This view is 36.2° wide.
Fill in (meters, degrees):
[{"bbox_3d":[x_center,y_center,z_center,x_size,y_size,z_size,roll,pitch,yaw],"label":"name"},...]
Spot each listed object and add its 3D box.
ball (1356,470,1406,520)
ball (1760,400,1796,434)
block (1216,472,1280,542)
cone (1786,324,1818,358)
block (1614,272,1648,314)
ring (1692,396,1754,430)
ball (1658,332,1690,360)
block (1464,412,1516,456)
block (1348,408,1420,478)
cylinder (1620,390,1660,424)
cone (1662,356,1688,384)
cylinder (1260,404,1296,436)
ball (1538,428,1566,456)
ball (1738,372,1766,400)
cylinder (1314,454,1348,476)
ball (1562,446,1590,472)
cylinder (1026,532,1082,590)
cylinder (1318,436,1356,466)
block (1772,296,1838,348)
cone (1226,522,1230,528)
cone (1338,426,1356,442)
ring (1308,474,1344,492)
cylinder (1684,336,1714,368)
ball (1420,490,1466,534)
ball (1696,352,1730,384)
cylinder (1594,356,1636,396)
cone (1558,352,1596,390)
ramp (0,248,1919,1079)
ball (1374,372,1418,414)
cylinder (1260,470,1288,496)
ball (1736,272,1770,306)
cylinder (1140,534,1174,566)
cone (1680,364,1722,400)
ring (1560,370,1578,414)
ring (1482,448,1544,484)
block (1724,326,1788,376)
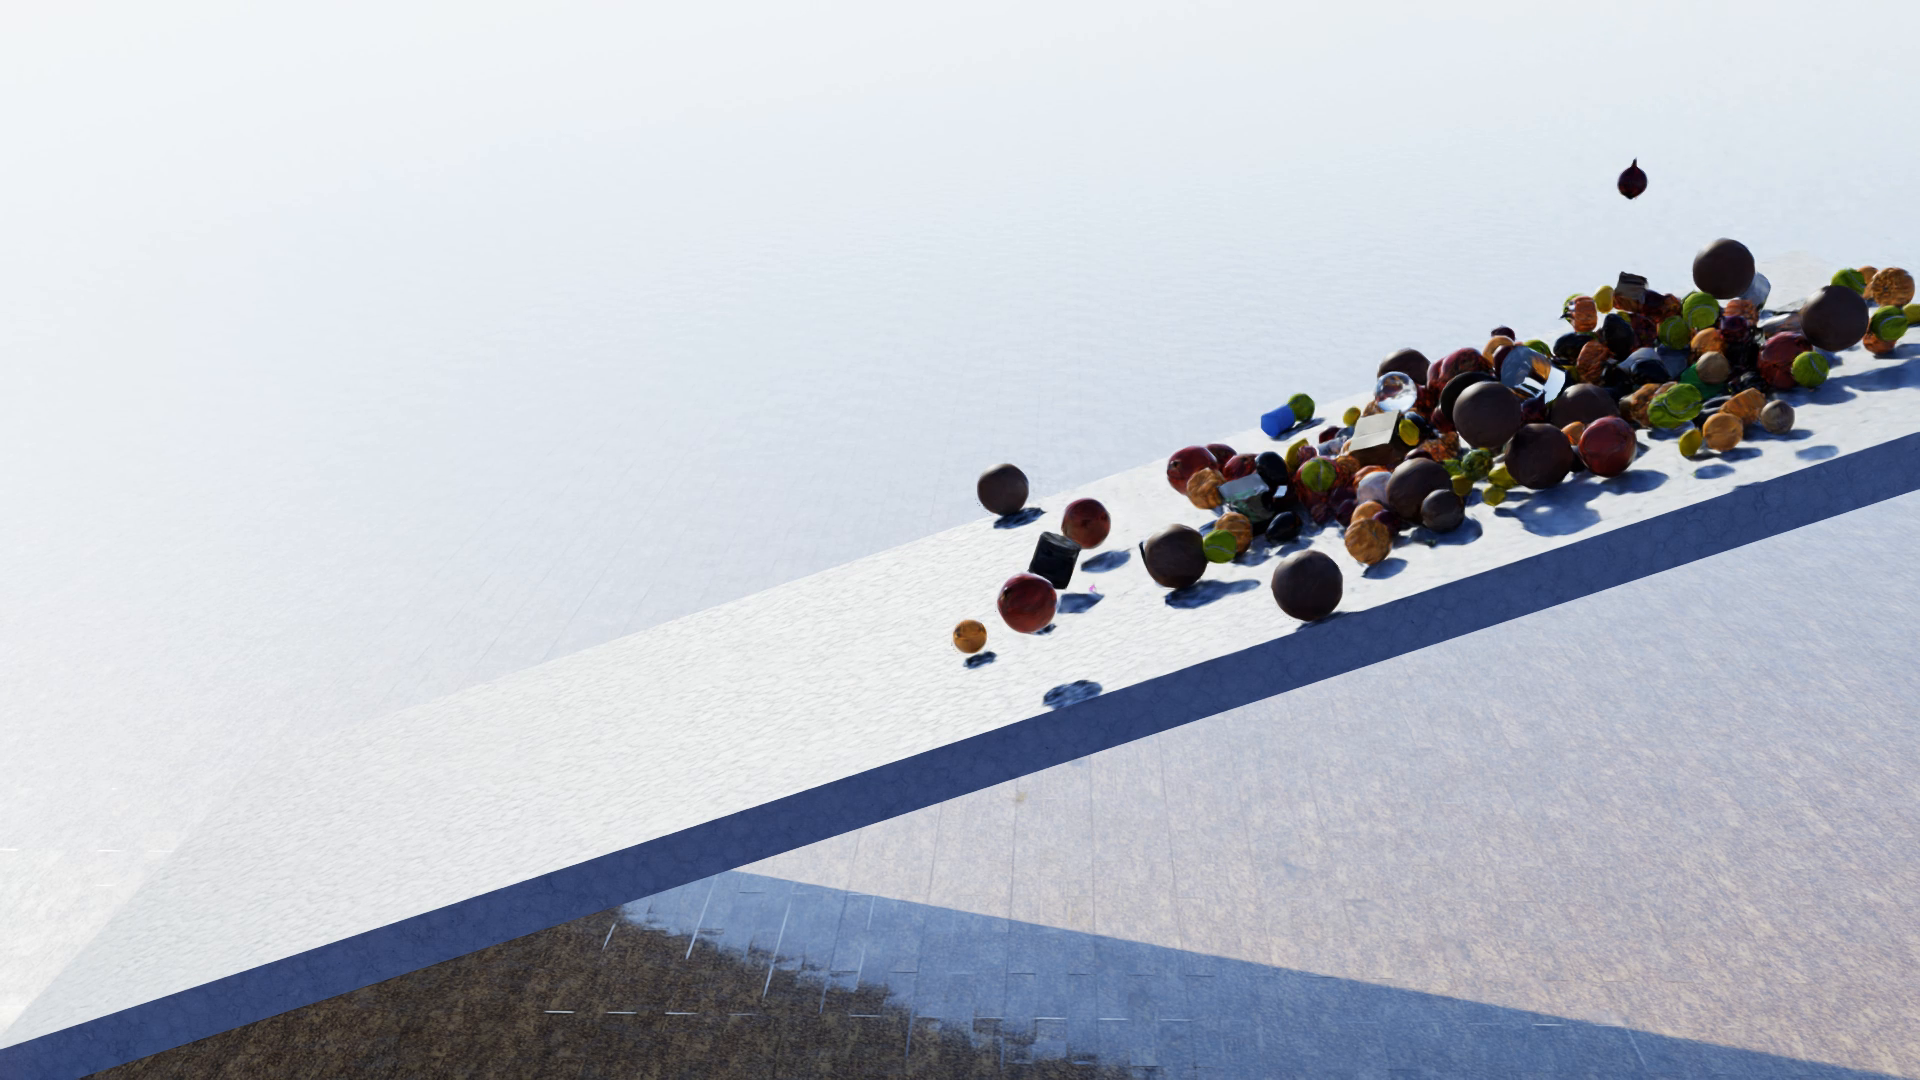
[{"bbox_3d":[0.837,-0.090,5.848,0.096,0.096,0.096,0,12,0],"label":"ball"},{"bbox_3d":[1.514,-0.227,5.443,0.063,0.063,0.063,0,12,0],"label":"ball"},{"bbox_3d":[0.600,-0.069,6.106,0.092,0.092,0.092,-20,28,-2],"label":"block"},{"bbox_3d":[1.703,-0.415,5.932,0.067,0.067,0.067,-42,-14,33],"label":"cone"},{"bbox_3d":[1.392,-0.513,6.106,0.057,0.057,0.057,15,-20,19],"label":"block"},{"bbox_3d":[1.472,-0.247,5.673,0.122,0.041,0.122,-18,11,3],"label":"ring"},{"bbox_3d":[1.480,-0.398,6.097,0.068,0.068,0.068,0,12,0],"label":"ball"},{"bbox_3d":[1.102,-0.219,6.111,0.065,0.065,0.065,-28,14,-37],"label":"block"},{"bbox_3d":[0.891,-0.196,6.173,0.099,0.099,0.099,-13,40,36],"label":"block"},{"bbox_3d":[1.364,-0.266,5.905,0.058,0.058,0.058,-12,-3,-43],"label":"cylinder"},{"bbox_3d":[1.447,-0.339,5.988,0.054,0.054,0.054,19,-12,4],"label":"cone"},{"bbox_3d":[0.761,-0.286,7.045,0.060,0.060,0.060,11,30,43],"label":"cylinder"},{"bbox_3d":[1.183,-0.197,5.884,0.056,0.056,0.056,0,12,0],"label":"ball"},{"bbox_3d":[1.551,-0.302,5.760,0.055,0.055,0.055,0,12,0],"label":"ball"},{"bbox_3d":[0.799,-0.153,6.333,0.052,0.052,0.052,-21,22,-37],"label":"cylinder"},{"bbox_3d":[1.189,-0.156,5.684,0.053,0.053,0.053,0,12,0],"label":"ball"},{"bbox_3d":[0.197,0.043,6.156,0.090,0.090,0.090,17,16,-5],"label":"cylinder"},{"bbox_3d":[0.824,-0.188,6.435,0.066,0.066,0.066,-17,8,14],"label":"cylinder"},{"bbox_3d":[1.749,-0.450,6.082,0.082,0.082,0.082,-23,11,-17],"label":"block"},{"bbox_3d":[0.612,-0.053,6.220,0.077,0.077,0.077,15,17,21],"label":"cone"},{"bbox_3d":[0.871,-0.197,6.479,0.079,0.079,0.079,1,42,6],"label":"cone"},{"bbox_3d":[0.780,-0.121,6.270,0.079,0.026,0.079,-9,14,2],"label":"ring"},{"bbox_3d":[1.537,-0.385,6.148,0.056,0.056,0.056,-45,21,-4],"label":"cylinder"},{"bbox_3d":[0.915,-0.054,5.572,0.084,0.084,0.084,0,12,0],"label":"ball"},{"bbox_3d":[1.492,-0.340,5.828,0.066,0.066,0.066,0,12,0],"label":"ball"},{"bbox_3d":[1.385,-0.345,6.203,0.076,0.076,0.076,-1,11,-3],"label":"cylinder"},{"bbox_3d":[1.323,-0.344,6.401,0.096,0.096,0.096,-3,-21,-13],"label":"cone"},{"bbox_3d":[0.108,0.180,6.304,4.000,0.100,2.000,-18,11,6],"label":"ramp"},{"bbox_3d":[0.926,-0.312,6.256,0.092,0.092,0.092,0,12,0],"label":"ball"},{"bbox_3d":[0.651,-0.118,6.165,0.054,0.054,0.054,1,10,41],"label":"cylinder"},{"bbox_3d":[1.686,-0.535,6.256,0.073,0.073,0.073,0,12,0],"label":"ball"},{"bbox_3d":[0.403,0.021,6.030,0.055,0.055,0.055,-13,8,17],"label":"cylinder"},{"bbox_3d":[1.483,-0.338,5.890,0.085,0.085,0.085,4,-25,19],"label":"cone"},{"bbox_3d":[1.249,-0.304,6.030,0.031,0.094,0.094,-17,8,16],"label":"ring"},{"bbox_3d":[1.096,-0.146,5.824,0.126,0.042,0.126,-20,10,4],"label":"ring"},{"bbox_3d":[1.594,-0.379,5.891,0.080,0.080,0.080,16,0,-20],"label":"block"}]
